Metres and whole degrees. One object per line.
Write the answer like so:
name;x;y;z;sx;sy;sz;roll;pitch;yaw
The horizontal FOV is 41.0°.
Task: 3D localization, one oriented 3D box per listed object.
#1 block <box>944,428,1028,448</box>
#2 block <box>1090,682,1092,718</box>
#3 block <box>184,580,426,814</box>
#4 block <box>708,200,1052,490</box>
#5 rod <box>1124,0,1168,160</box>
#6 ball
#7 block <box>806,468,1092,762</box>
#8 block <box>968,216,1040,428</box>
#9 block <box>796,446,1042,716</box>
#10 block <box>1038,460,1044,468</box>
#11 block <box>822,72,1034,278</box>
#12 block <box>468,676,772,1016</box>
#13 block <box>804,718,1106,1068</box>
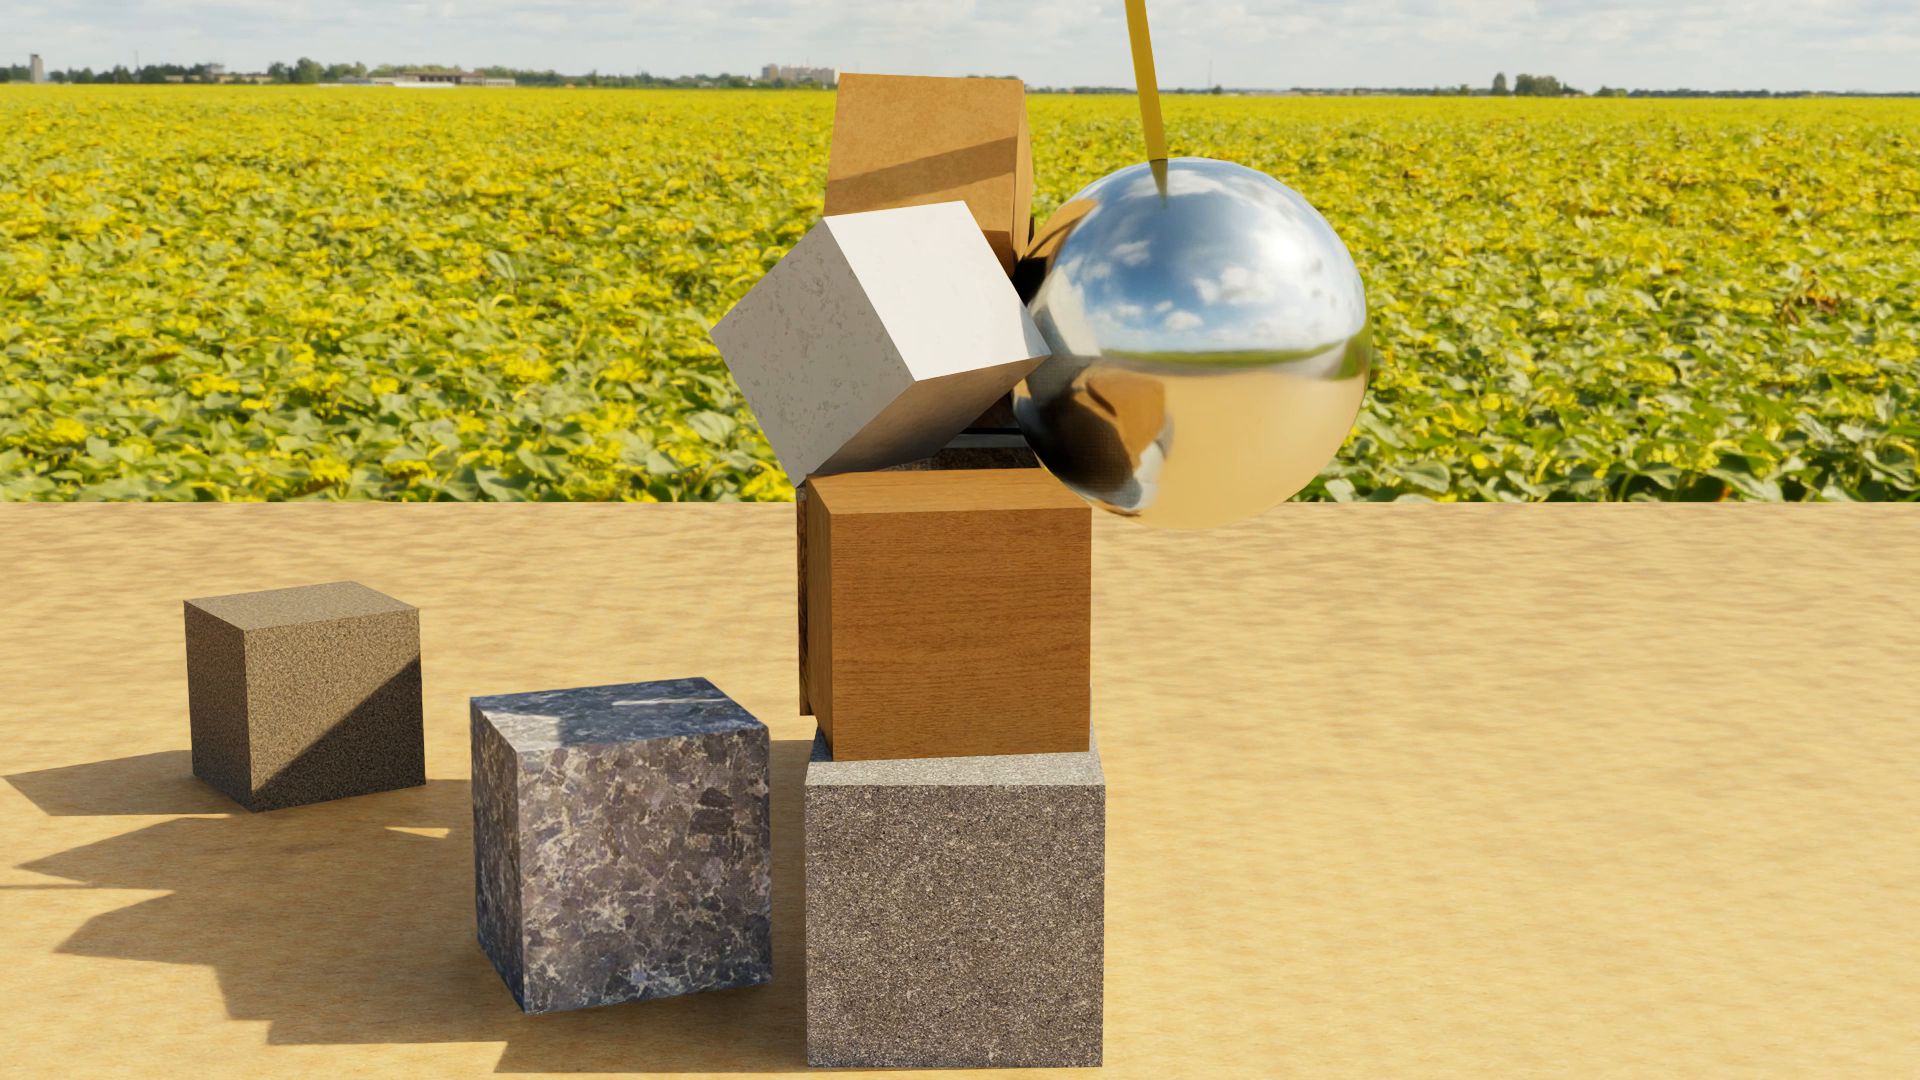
block;-0.048;-0.041;11.742;0.725;0.850;0.754;0;10;1
block;0.009;1.010;11.305;1.089;0.969;0.936;0;10;0
block;-3.285;0.763;12.854;0.886;0.901;0.872;-7;13;-34
block;-0.327;-0.807;10.508;0.860;0.759;0.826;-15;-18;-49
rod;0.419;-4.142;10.427;0.080;5.200;0.080;-9;10;2
ball;0.968;-0.841;11.027;1.600;1.600;1.600;0;10;0
block;-0.064;0.259;9.750;0.947;0.912;0.950;-2;10;-9
block;-0.041;-1.018;12.219;0.836;0.966;0.835;0;3;5
block;-0.169;0.151;10.797;1.033;0.890;1.040;-1;13;-4
block;-0.011;-0.155;12.606;0.833;0.780;0.913;0;6;1
block;-0.121;-1.508;11.318;0.794;0.714;0.892;3;-19;6
block;-1.357;1.182;10.192;0.976;1.027;0.915;-4;11;-21
block;-0.018;1.288;9.559;1.056;1.045;0.953;0;10;0
